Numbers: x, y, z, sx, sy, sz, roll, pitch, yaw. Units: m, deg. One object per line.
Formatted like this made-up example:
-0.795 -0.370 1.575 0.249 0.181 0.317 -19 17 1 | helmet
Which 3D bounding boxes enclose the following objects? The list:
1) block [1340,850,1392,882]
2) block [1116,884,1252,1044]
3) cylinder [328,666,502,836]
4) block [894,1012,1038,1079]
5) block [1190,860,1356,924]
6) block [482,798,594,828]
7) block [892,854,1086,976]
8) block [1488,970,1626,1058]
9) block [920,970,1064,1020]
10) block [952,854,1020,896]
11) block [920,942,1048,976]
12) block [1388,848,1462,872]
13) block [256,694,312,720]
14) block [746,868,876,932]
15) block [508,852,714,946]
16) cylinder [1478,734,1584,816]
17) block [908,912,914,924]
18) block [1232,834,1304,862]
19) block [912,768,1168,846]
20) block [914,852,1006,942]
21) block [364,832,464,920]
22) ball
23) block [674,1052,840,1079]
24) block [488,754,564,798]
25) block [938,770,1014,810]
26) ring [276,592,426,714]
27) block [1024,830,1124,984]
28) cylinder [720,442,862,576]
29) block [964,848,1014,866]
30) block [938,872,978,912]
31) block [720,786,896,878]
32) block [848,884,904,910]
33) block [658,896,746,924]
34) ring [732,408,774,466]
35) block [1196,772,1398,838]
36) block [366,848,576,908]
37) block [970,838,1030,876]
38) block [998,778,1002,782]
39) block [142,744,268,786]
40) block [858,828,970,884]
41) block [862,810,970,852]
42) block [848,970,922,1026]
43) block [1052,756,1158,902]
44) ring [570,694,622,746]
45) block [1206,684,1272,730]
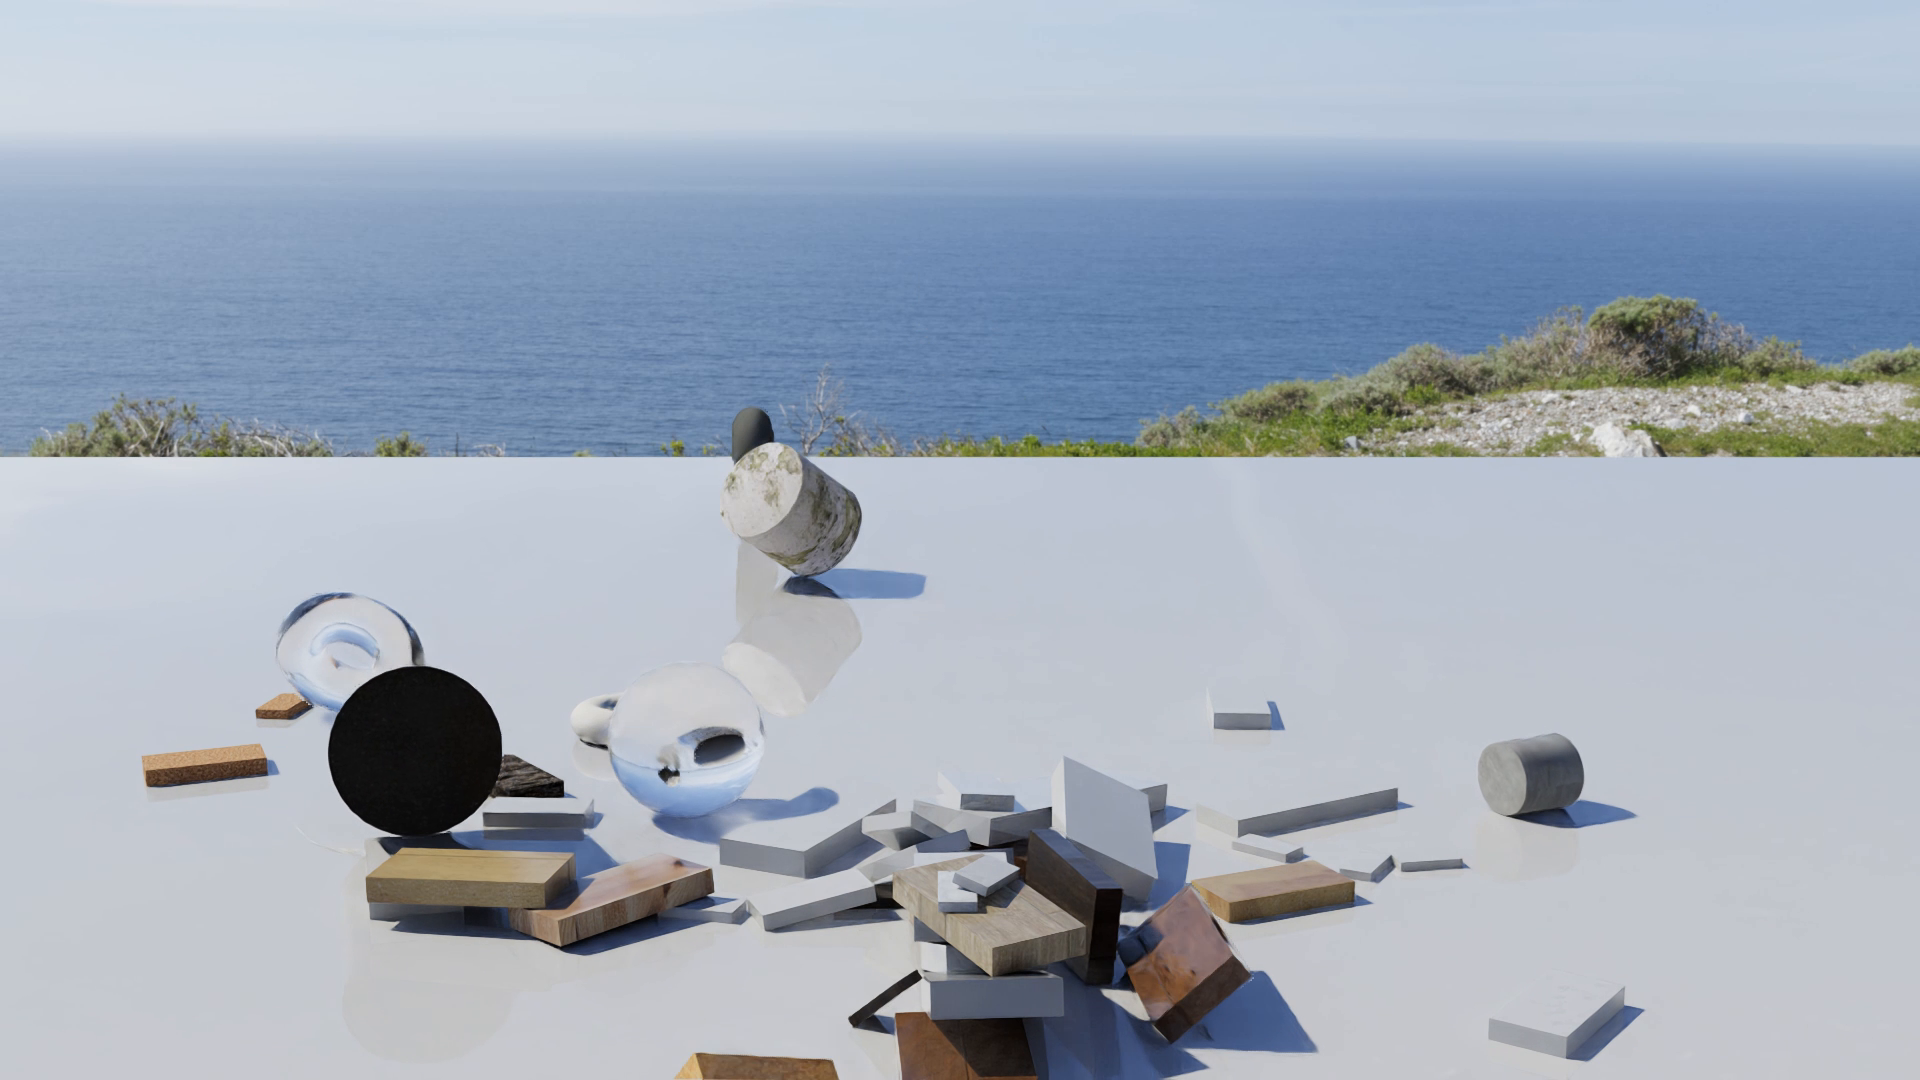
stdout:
0.698 0.560 3.785 0.056 0.016 0.112 6 12 28 | block
0.321 0.612 3.201 0.148 0.042 0.295 -41 12 2 | block
-0.957 0.372 3.852 0.287 0.287 0.287 -3 -5 -16 | cylinder
0.009 0.710 2.889 0.174 0.049 0.347 -1 11 -4 | block
0.516 0.579 3.633 0.242 0.034 0.121 -5 12 -25 | block
-0.778 0.503 4.065 0.185 0.026 0.093 0 11 3 | block
0.038 0.525 3.105 0.148 0.042 0.295 -8 16 -28 | block
0.852 0.673 3.134 0.113 0.032 0.226 8 13 36 | block
0.039 0.624 3.029 0.174 0.049 0.347 -1 -9 -3 | block
0.038 0.477 3.130 0.054 0.015 0.109 20 15 23 | block
0.032 0.606 3.211 0.143 0.041 0.286 -1 -9 -8 | block
0.808 0.555 3.815 0.113 0.016 0.056 -2 11 -11 | block
-1.483 0.364 4.829 0.071 0.020 0.141 1 11 6 | block
-0.241 0.582 3.567 0.190 0.027 0.095 -12 14 -19 | block
-0.562 0.578 3.553 0.297 0.042 0.149 -14 13 -42 | block
1.067 0.438 4.113 0.137 0.137 0.137 -5 12 -26 | cylinder
0.006 0.583 3.415 0.143 0.041 0.286 -1 -3 -7 | block
0.542 0.543 3.878 0.112 0.016 0.056 9 14 40 | block
0.153 0.476 3.966 0.169 0.048 0.545 9 7 38 | block
0.003 0.532 3.293 0.143 0.041 0.286 0 10 -1 | block
-0.923 0.562 3.705 0.149 0.042 0.297 -3 11 -16 | block
-0.506 0.369 4.066 0.290 0.290 0.290 0 11 0 | ball
-0.165 0.701 2.287 0.179 0.051 0.358 13 36 -36 | block
-0.869 0.465 4.257 0.113 0.032 0.226 -8 13 -36 | block
0.027 0.438 3.854 0.095 0.027 0.190 4 5 -13 | block
-1.312 0.248 4.737 0.322 0.322 0.107 1 39 4 | ring
0.170 0.563 3.402 0.042 0.148 0.295 3 9 -18 | block
-0.478 -0.084 6.213 0.287 0.287 0.287 8 -19 38 | cylinder
0.011 0.538 3.629 0.105 0.030 0.211 -2 -14 -14 | block
-0.004 0.496 3.104 0.054 0.015 0.109 0 14 -1 | block
-0.267 0.518 3.924 0.169 0.048 0.338 5 12 25 | block
-0.144 0.589 3.627 0.129 0.018 0.064 -1 11 -3 | block
-0.419 0.598 3.575 0.129 0.018 0.064 3 11 16 | block
-0.666 -0.247 7.154 0.123 0.370 0.370 -4 11 -1 | ring
0.631 0.492 4.101 0.384 0.034 0.121 -6 12 -31 | block
-0.787 0.545 3.550 0.297 0.042 0.148 0 10 9 | block
0.051 0.527 3.794 0.378 0.026 0.093 10 14 42 | block
0.044 0.479 4.152 0.071 0.020 0.141 -9 6 1 | block
-1.498 0.445 4.361 0.226 0.032 0.113 -5 11 -23 | block
-0.085 0.529 3.642 0.105 0.030 0.211 -12 -12 -39 | block
-0.074 0.502 3.702 0.095 0.027 0.190 -11 -29 29 | block
-0.106 0.650 3.118 0.109 0.015 0.054 -41 -12 29 | block
0.244 0.491 3.770 0.169 0.048 0.338 26 17 -6 | block
-0.705 0.377 4.618 0.224 0.075 0.224 1 10 0 | ring
0.606 0.363 4.796 0.121 0.034 0.242 0 11 3 | block
